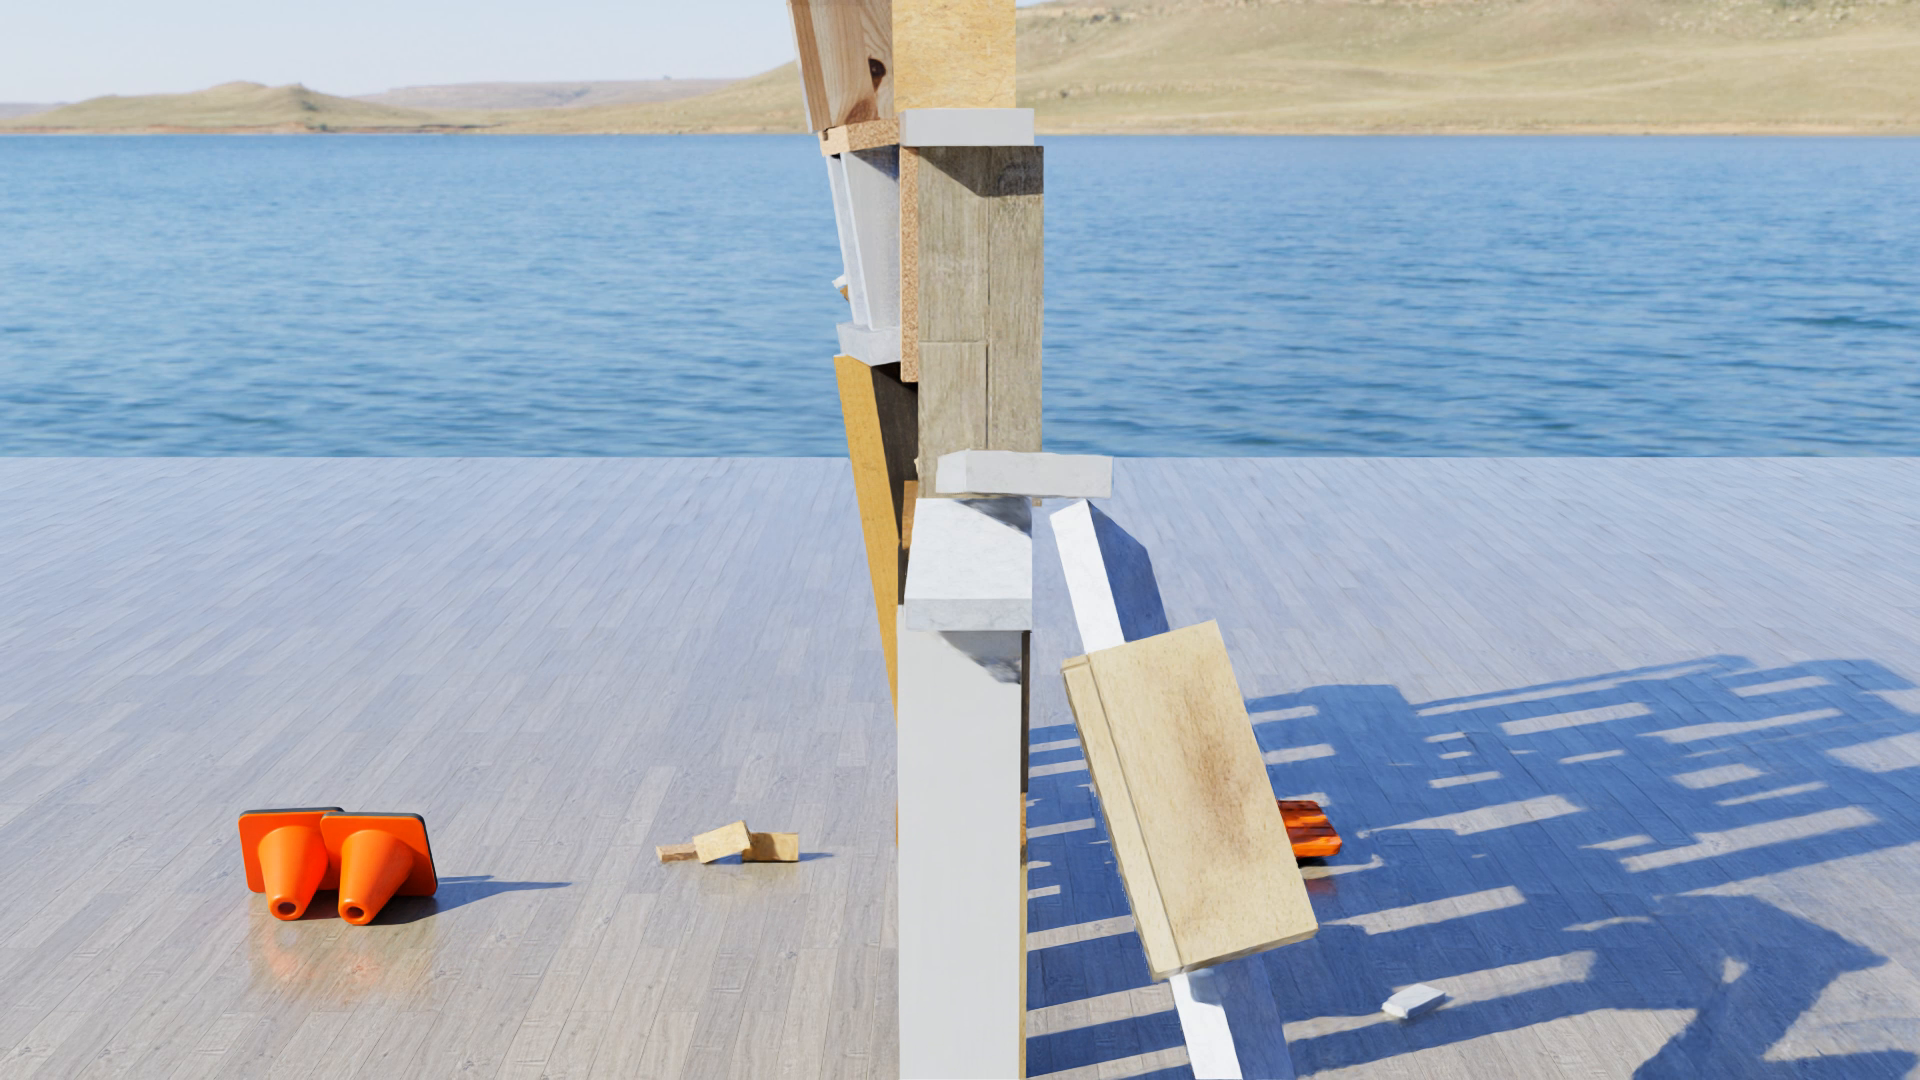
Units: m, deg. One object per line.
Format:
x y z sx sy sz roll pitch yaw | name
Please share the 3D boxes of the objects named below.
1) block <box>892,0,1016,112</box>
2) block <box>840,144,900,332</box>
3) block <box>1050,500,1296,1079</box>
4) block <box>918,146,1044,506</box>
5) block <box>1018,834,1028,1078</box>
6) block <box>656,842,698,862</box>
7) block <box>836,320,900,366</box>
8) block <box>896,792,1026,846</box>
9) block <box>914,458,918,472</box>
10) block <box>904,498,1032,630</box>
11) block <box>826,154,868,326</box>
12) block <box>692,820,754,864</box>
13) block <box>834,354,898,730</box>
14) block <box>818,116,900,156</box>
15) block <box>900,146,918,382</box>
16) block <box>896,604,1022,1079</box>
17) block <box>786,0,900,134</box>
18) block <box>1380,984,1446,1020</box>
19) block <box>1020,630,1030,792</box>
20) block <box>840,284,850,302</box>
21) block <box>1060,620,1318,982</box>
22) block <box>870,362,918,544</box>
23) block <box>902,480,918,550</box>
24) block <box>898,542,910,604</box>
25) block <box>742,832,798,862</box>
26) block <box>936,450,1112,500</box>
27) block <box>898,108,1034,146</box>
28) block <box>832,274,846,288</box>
-0.009 -0.783 3.118 0.173 0.346 0.049 0 12 -2 | block
-0.089 -0.452 3.261 0.132 0.265 0.037 -11 10 -9 | block
0.257 0.366 2.449 0.049 0.877 0.173 -25 -31 20 | block
0.027 -0.287 2.975 0.167 0.483 0.047 0 8 -1 | block
0.004 0.553 2.940 0.169 0.338 0.048 0 12 0 | block
-0.480 0.547 3.862 0.096 0.014 0.048 -3 11 -18 | block
-0.085 -0.317 3.395 0.165 0.047 0.330 -11 10 -9 | block
0.004 0.342 3.016 0.169 0.048 0.338 0 10 1 | block
-0.034 -0.093 3.080 0.048 0.014 0.095 -21 32 5 | block
0.015 0.026 2.700 0.149 0.042 0.298 0 24 2 | block
-0.121 -0.478 3.431 0.132 0.265 0.037 -11 10 -11 | block
-0.411 0.523 3.810 0.096 0.048 0.014 -20 -2 12 | block
-0.069 0.008 3.556 0.165 0.647 0.047 -10 11 -2 | block
-0.127 -0.613 3.320 0.132 0.037 0.265 -11 10 -11 | block
-0.002 -0.398 3.174 0.167 0.335 0.047 -1 10 -4 | block
-0.001 0.418 2.721 0.149 0.684 0.042 0 12 0 | block
-0.173 -0.813 3.351 0.173 0.356 0.049 -11 9 -10 | block
0.659 0.670 3.199 0.048 0.014 0.095 10 15 44 | block
0.016 0.186 2.899 0.149 0.298 0.042 0 15 -2 | block
-0.098 -0.328 3.568 0.046 0.243 0.013 -43 12 -3 | block
0.238 0.271 2.319 0.173 0.346 0.049 -15 -21 -4 | block
-0.028 -0.117 3.314 0.165 0.330 0.047 -10 11 -3 | block
0.000 -0.037 3.079 0.157 0.045 0.315 0 10 -1 | block
-0.004 0.162 2.990 0.157 0.315 0.045 1 10 3 | block
-0.331 0.534 3.833 0.096 0.048 0.014 1 2 3 | block
0.074 -0.080 2.748 0.173 0.049 0.346 2 1 -6 | block
0.004 -0.567 3.029 0.167 0.047 0.335 -1 10 -3 | block
-0.158 -0.431 3.502 0.092 0.013 0.046 -24 13 42 | block
